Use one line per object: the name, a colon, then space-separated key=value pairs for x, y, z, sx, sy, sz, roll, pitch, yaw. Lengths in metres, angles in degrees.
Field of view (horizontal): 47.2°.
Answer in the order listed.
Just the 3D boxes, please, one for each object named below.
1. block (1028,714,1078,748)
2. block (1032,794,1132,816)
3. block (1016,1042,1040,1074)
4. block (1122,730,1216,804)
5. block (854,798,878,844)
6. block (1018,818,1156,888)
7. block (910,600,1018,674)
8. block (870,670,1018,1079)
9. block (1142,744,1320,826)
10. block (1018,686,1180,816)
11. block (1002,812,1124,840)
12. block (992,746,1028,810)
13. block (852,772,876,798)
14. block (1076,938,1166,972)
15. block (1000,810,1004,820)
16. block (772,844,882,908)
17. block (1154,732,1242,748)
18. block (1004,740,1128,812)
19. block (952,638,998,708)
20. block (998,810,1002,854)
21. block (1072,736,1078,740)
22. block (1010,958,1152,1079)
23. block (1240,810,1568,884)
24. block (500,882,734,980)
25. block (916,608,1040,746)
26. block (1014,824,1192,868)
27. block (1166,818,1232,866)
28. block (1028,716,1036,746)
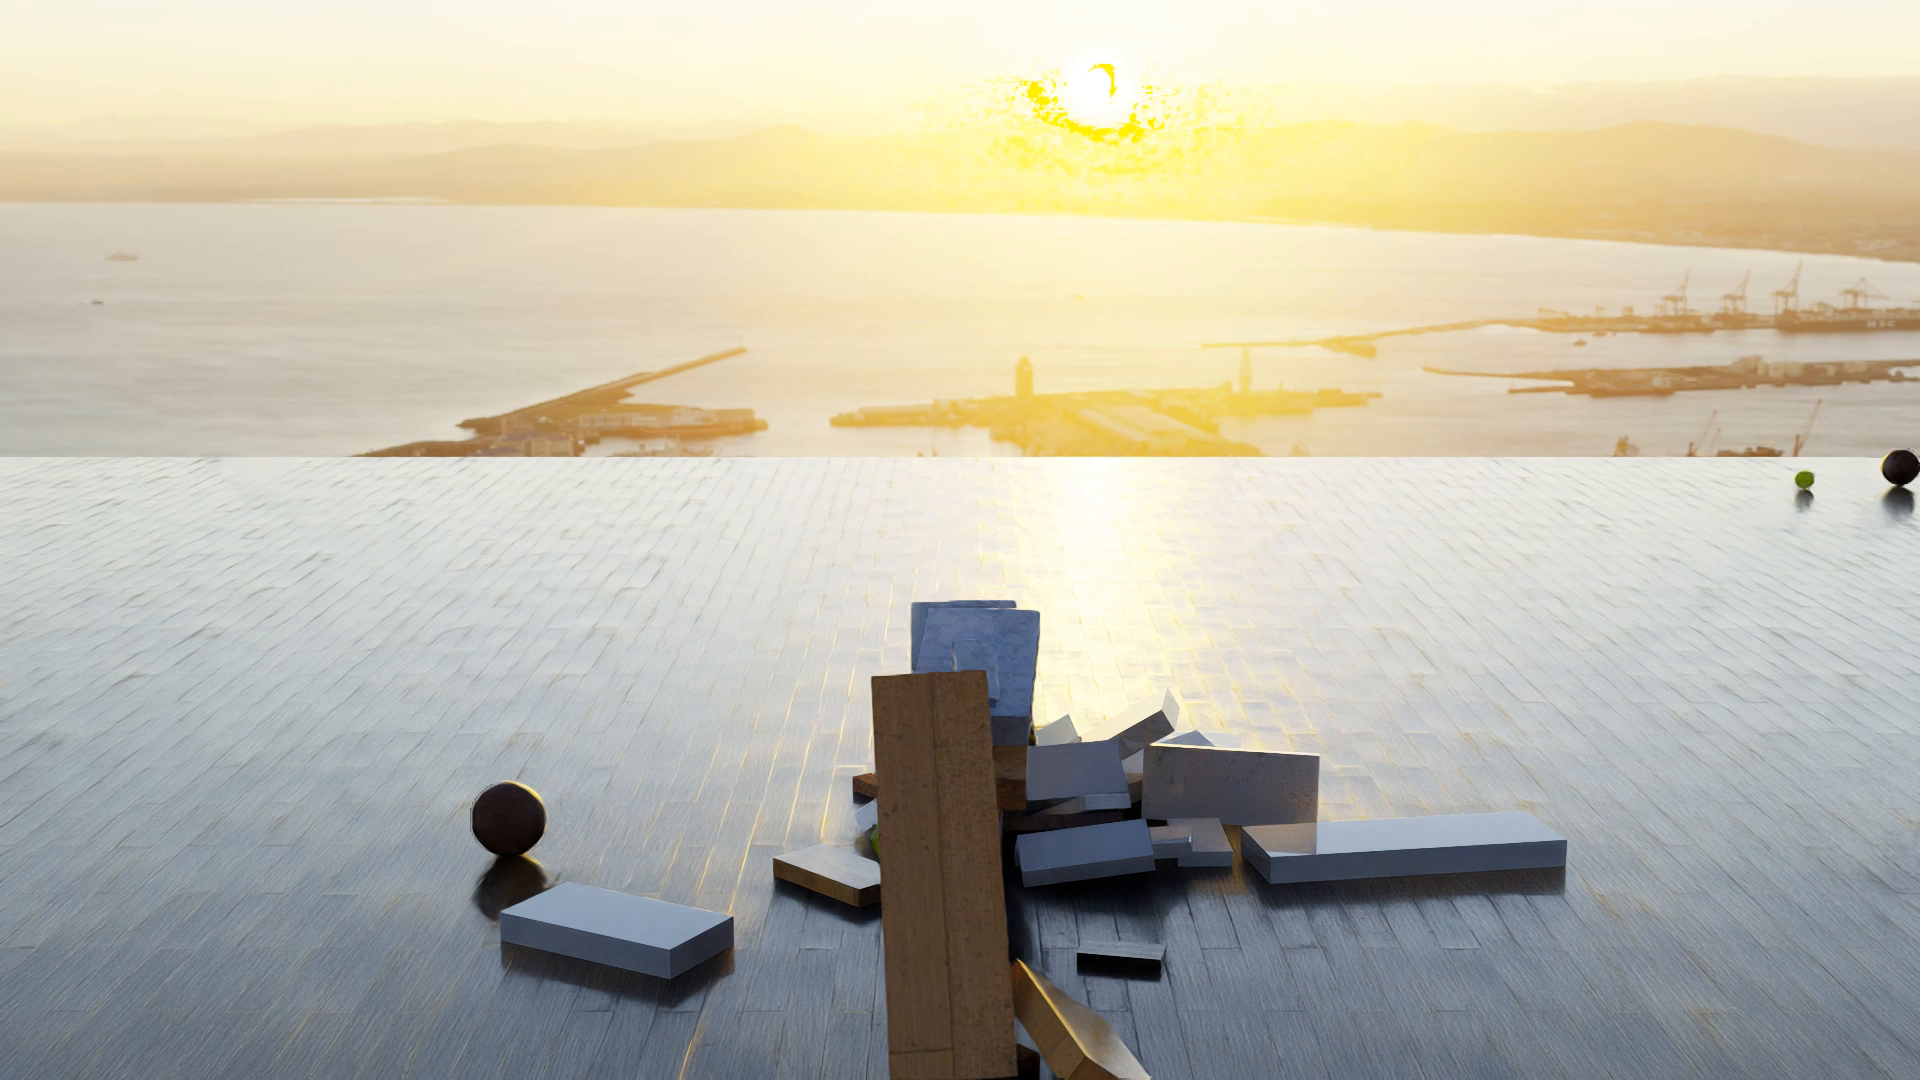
block: x=0.088 y=0.413 z=4.184 sx=0.167 sy=0.047 sz=0.335 roll=-25 pitch=-3 yaw=24
block: x=0.216 y=0.484 z=3.926 sx=0.093 sy=0.026 sz=0.185 roll=1 pitch=-17 yaw=-28
block: x=0.041 y=0.701 z=3.018 sx=0.066 sy=0.019 sz=0.131 roll=-9 pitch=14 yaw=-39
block: x=0.350 y=0.440 z=4.157 sx=0.273 sy=0.039 sz=0.136 roll=-18 pitch=17 yaw=-10
block: x=-0.099 y=0.467 z=3.967 sx=0.190 sy=0.027 sz=0.095 roll=-34 pitch=19 yaw=-3
block: x=0.213 y=0.532 z=3.740 sx=0.223 sy=0.032 sz=0.112 roll=-8 pitch=26 yaw=1
block: x=0.010 y=0.228 z=3.569 sx=0.179 sy=0.051 sz=0.391 roll=-1 pitch=32 yaw=-1
block: x=-0.026 y=0.454 z=2.998 sx=0.165 sy=0.589 sz=0.047 roll=-3 pitch=-31 yaw=-2
block: x=0.495 y=0.451 z=4.029 sx=0.319 sy=0.136 sz=0.039 roll=2 pitch=1 yaw=13
block: x=0.252 y=0.396 z=4.118 sx=0.335 sy=0.047 sz=0.167 roll=-31 pitch=4 yaw=13
block: x=0.172 y=0.507 z=3.893 sx=0.229 sy=0.026 sz=0.093 roll=-2 pitch=-18 yaw=0
block: x=0.014 y=0.292 z=3.324 sx=0.179 sy=0.051 sz=0.358 roll=1 pitch=24 yaw=3
block: x=-0.114 y=0.478 z=4.198 sx=0.094 sy=0.027 sz=0.188 roll=-8 pitch=13 yaw=-36
block: x=0.248 y=0.636 z=3.374 sx=0.129 sy=0.018 sz=0.064 roll=2 pitch=11 yaw=13
block: x=0.007 y=0.474 z=3.599 sx=0.126 sy=0.252 sz=0.036 roll=0 pitch=1 yaw=3
block: x=-0.202 y=0.565 z=3.716 sx=0.112 sy=0.032 sz=0.223 roll=-10 pitch=14 yaw=-43
block: x=0.416 y=0.414 z=4.338 sx=0.273 sy=0.039 sz=0.136 roll=1 pitch=11 yaw=6
block: x=0.182 y=0.424 z=3.959 sx=0.223 sy=0.032 sz=0.112 roll=-4 pitch=52 yaw=-10
block: x=0.022 y=0.198 z=3.279 sx=0.064 sy=0.018 sz=0.129 roll=14 pitch=32 yaw=-10
block: x=-0.005 y=0.404 z=3.179 sx=0.126 sy=0.036 sz=0.252 roll=0 pitch=10 yaw=0
block: x=0.200 y=0.425 z=4.469 sx=0.113 sy=0.032 sz=0.226 roll=-9 pitch=14 yaw=-40
block: x=0.164 y=0.667 z=2.871 sx=0.165 sy=0.047 sz=0.330 roll=37 pitch=0 yaw=-17
block: x=0.772 y=0.534 z=3.839 sx=0.533 sy=0.047 sz=0.167 roll=-2 pitch=11 yaw=-10
block: x=-0.538 y=0.608 z=3.444 sx=0.330 sy=0.047 sz=0.165 roll=6 pitch=12 yaw=29
block: x=0.026 y=0.206 z=3.391 sx=0.179 sy=0.051 sz=0.358 roll=1 pitch=24 yaw=5
block: x=0.250 y=0.532 z=3.825 sx=0.306 sy=0.027 sz=0.095 roll=-4 pitch=10 yaw=7
block: x=0.423 y=0.534 z=3.896 sx=0.095 sy=0.027 sz=0.190 roll=0 pitch=11 yaw=-1
block: x=0.045 y=0.290 z=3.887 sx=0.148 sy=0.042 sz=0.295 roll=-5 pitch=-29 yaw=6
